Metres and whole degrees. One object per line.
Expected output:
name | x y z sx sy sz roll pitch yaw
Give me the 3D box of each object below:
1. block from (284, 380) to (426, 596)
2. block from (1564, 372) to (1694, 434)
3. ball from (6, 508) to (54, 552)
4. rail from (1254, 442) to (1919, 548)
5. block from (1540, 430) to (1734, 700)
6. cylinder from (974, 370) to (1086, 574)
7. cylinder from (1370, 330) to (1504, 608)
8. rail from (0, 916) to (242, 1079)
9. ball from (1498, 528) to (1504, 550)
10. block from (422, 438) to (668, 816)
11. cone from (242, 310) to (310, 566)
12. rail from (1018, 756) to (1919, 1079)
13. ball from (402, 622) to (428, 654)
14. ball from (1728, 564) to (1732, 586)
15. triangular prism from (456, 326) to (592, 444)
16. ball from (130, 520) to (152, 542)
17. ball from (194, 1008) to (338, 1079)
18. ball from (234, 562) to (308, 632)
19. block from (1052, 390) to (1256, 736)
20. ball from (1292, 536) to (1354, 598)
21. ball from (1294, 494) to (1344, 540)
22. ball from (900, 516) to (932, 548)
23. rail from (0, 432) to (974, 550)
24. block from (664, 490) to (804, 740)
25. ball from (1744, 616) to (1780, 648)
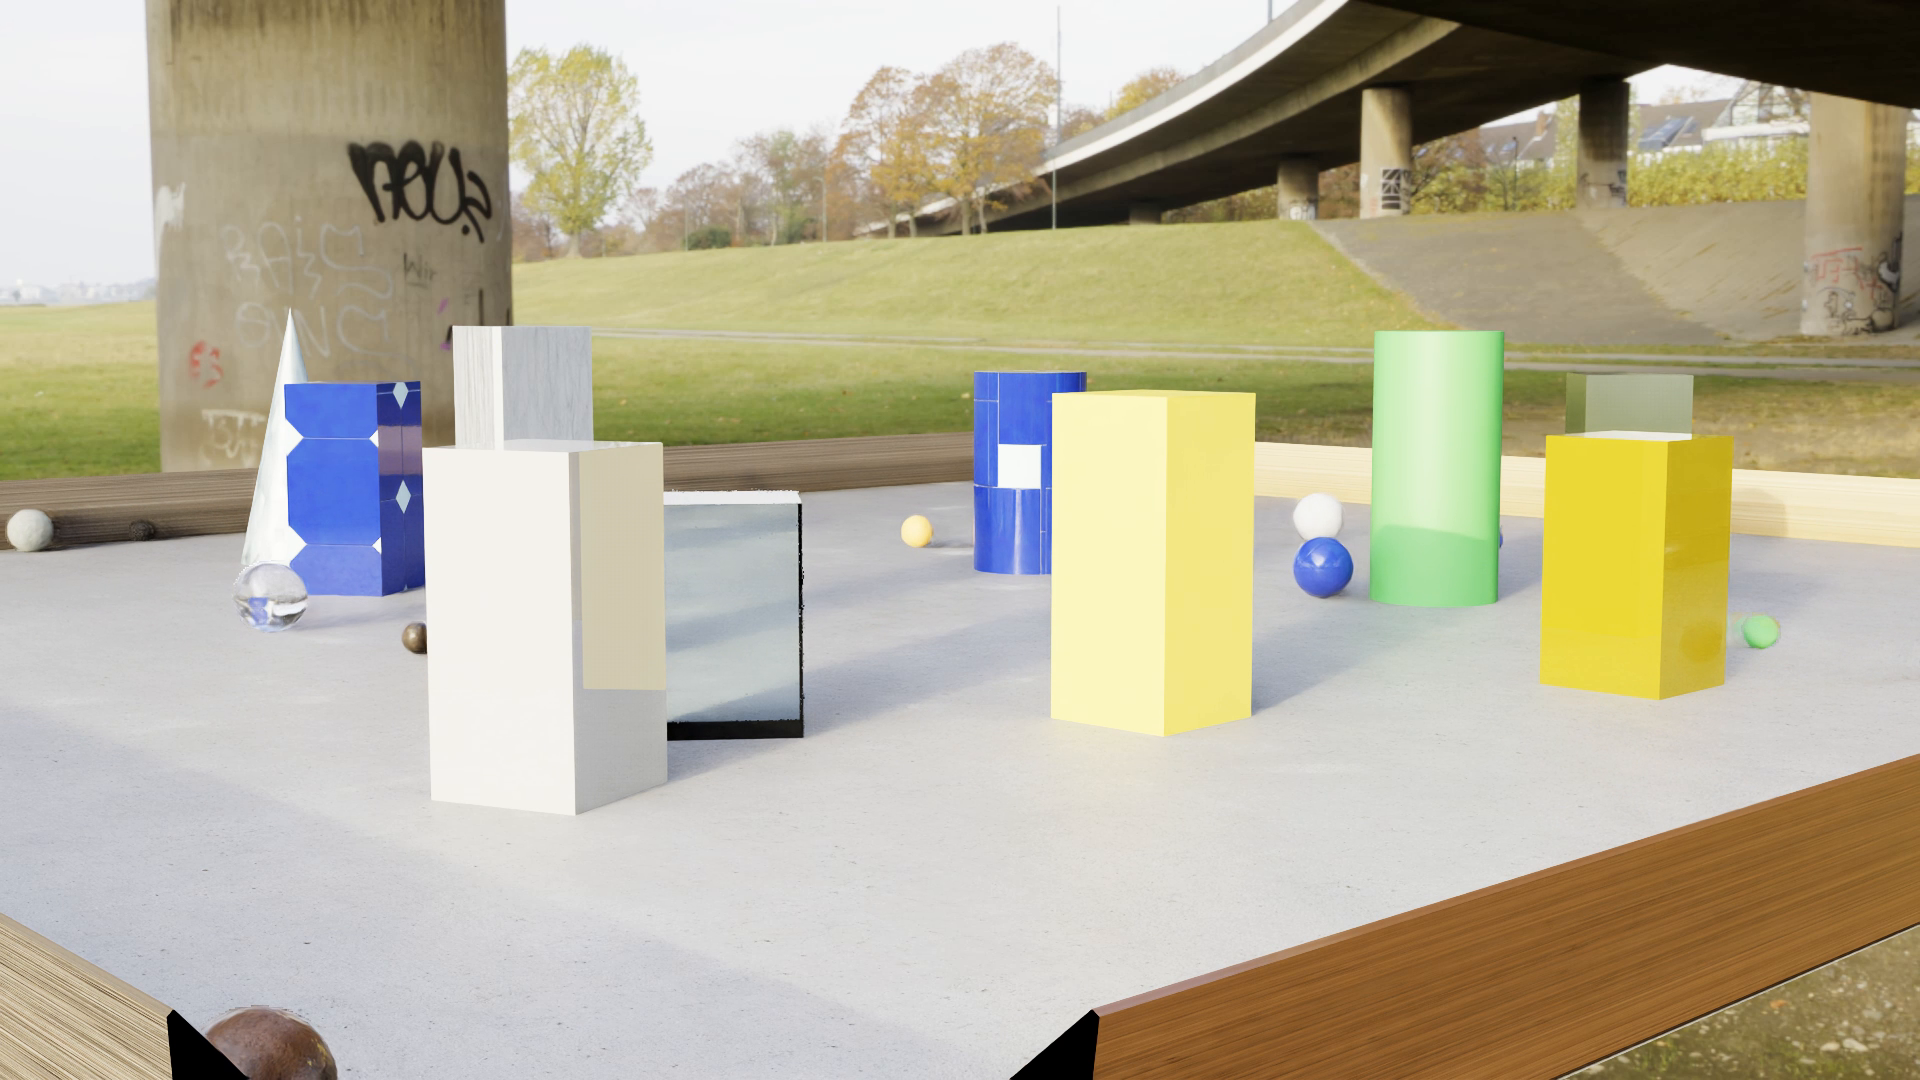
block | -0.959 -0.085 3.492 0.155 0.329 0.155 1 6 11
block | 1.015 -0.080 3.357 0.155 0.347 0.155 0 6 5
ball | -1.708 -0.018 4.042 0.080 0.080 0.080 0 6 0
rail | 1.343 -0.097 4.564 0.045 0.126 3.523 -6 8 -42
block | 0.801 0.024 2.605 0.155 0.296 0.155 -6 8 -44
cylinder | 0.120 -0.120 3.778 0.194 0.339 0.194 0 6 0
cylinder | 0.730 -0.114 3.373 0.194 0.411 0.194 0 6 0
rail | -1.343 0.162 2.100 0.045 0.126 3.523 -6 8 -42
ball | 0.952 -0.003 3.982 0.064 0.064 0.064 0 6 0
block | -0.379 0.073 2.025 0.155 0.321 0.155 3 7 24
cone | -1.176 -0.186 3.884 0.194 0.448 0.194 0 6 0
rail | 1.179 0.166 2.062 3.702 0.126 0.045 -6 8 -42
ball | -0.705 0.127 2.854 0.040 0.040 0.040 0 6 0
ball | 1.133 0.053 3.354 0.083 0.083 0.083 0 6 0
triangular prism | -0.562 -0.050 2.706 0.145 0.424 0.168 4 7 31
ball | -1.571 -0.017 4.222 0.040 0.040 0.040 0 6 0
ball | -0.365 0.285 1.137 0.085 0.085 0.085 0 6 0
ball | -0.951 0.079 3.036 0.097 0.097 0.097 0 6 0
block | 0.209 0.018 2.389 0.155 0.354 0.155 6 8 43
ball | 0.561 0.042 3.403 0.094 0.094 0.094 0 6 0
ball | 0.685 -0.042 4.198 0.095 0.095 0.095 0 6 0
ball | -0.081 -0.016 4.122 0.060 0.060 0.060 0 6 0
rail | -1.179 -0.101 4.602 3.702 0.126 0.045 -6 8 -42
block | -0.249 0.077 2.346 0.155 0.246 0.155 -1 6 -6
ball | 1.054 0.121 2.892 0.044 0.044 0.044 0 6 0
